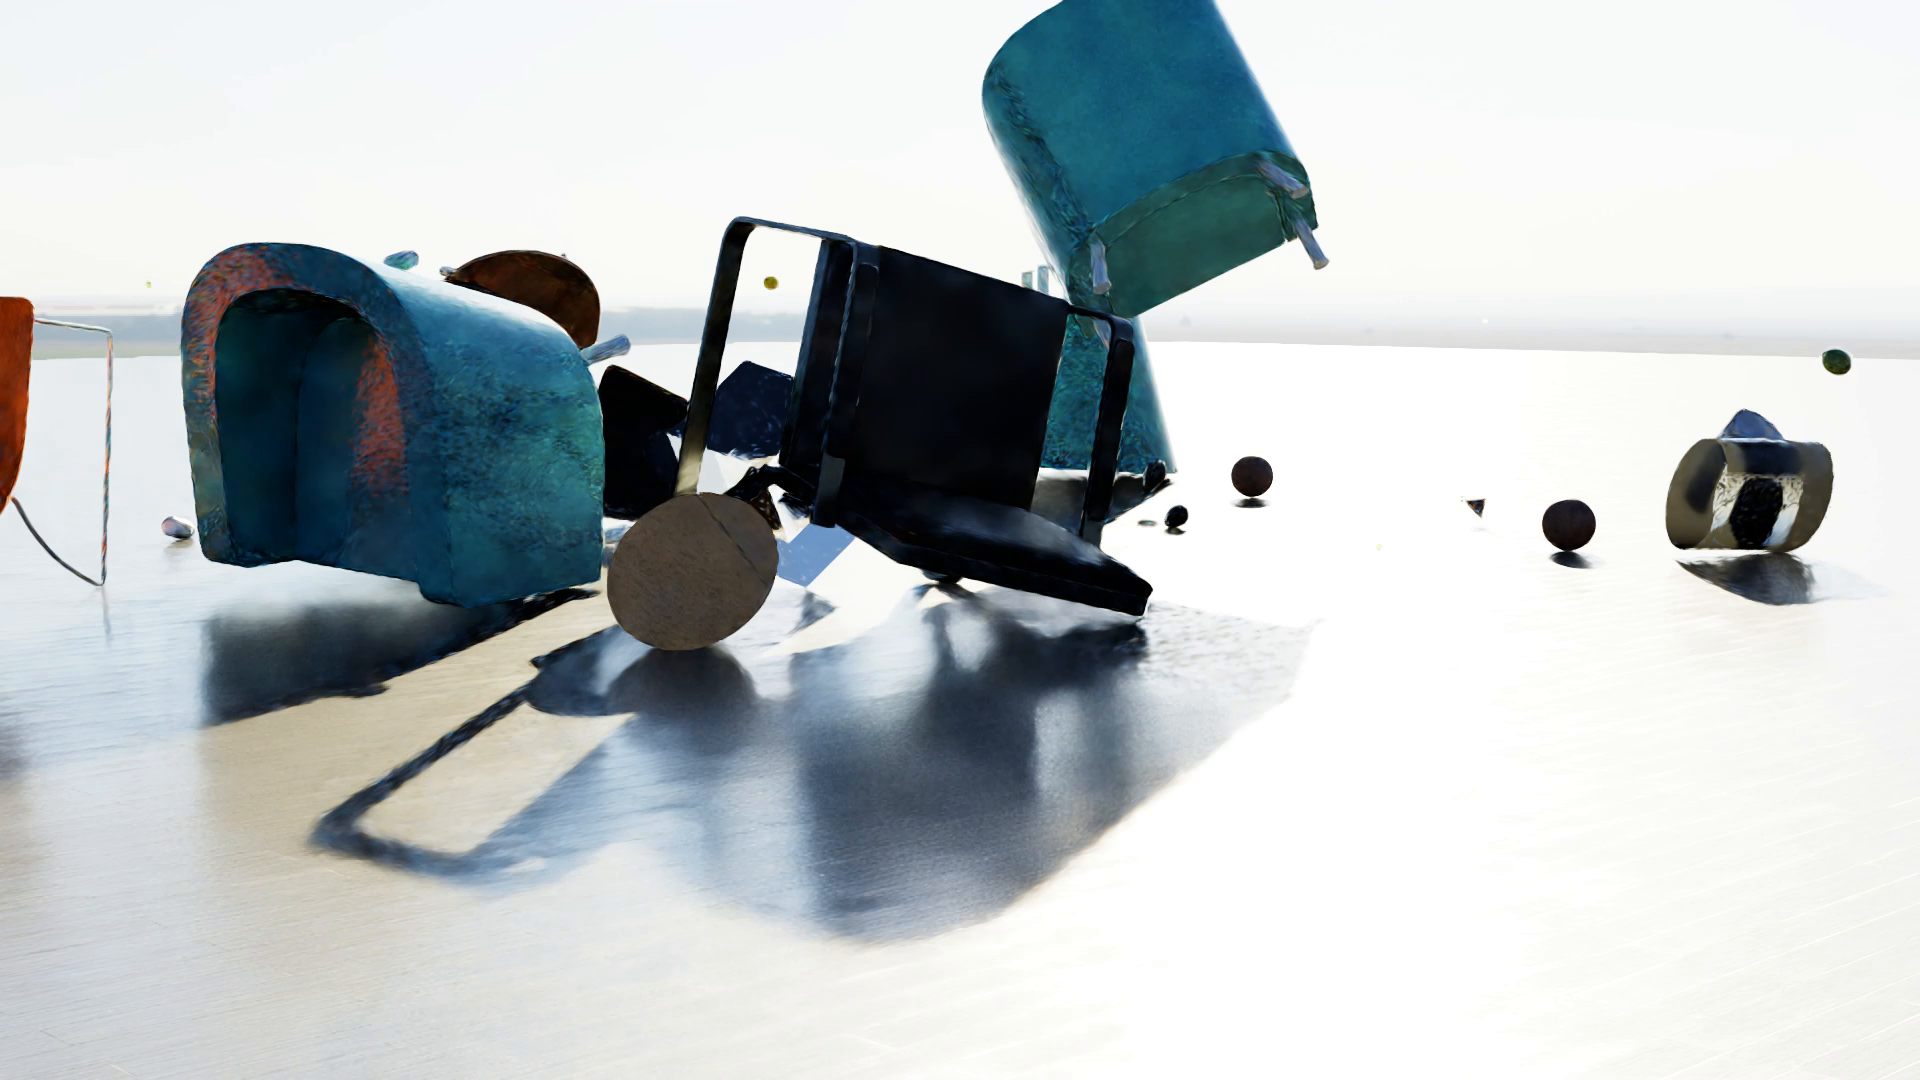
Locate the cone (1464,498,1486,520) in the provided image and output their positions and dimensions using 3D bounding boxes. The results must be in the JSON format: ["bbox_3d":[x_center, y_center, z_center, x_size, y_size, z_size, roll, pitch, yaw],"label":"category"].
[{"bbox_3d":[1.379,-0.095,6.807,0.047,0.076,0.084,-41,-16,11],"label":"cone"}]

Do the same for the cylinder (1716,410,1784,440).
[{"bbox_3d":[1.900,-0.204,6.231,0.131,0.164,0.160,-8,54,-31],"label":"cylinder"}]

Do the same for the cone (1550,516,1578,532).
[{"bbox_3d":[1.545,-0.031,6.604,0.063,0.047,0.062,-22,-23,40],"label":"cone"}]

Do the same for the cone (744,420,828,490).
[{"bbox_3d":[-0.566,-0.210,7.936,0.231,0.242,0.211,-27,-19,1],"label":"cone"}]

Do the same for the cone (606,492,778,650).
[{"bbox_3d":[-0.478,0.106,4.727,0.320,0.276,0.348,-36,-13,-11],"label":"cone"}]

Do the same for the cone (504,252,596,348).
[{"bbox_3d":[-1.243,-0.677,7.612,0.234,0.312,0.267,-19,-24,-17],"label":"cone"}]

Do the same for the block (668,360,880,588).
[{"bbox_3d":[-0.390,-0.141,5.438,0.272,0.343,0.256,21,54,35],"label":"block"}]

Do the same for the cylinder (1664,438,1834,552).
[{"bbox_3d":[1.858,-0.105,6.041,0.308,0.289,0.191,1,34,-22],"label":"cylinder"}]
